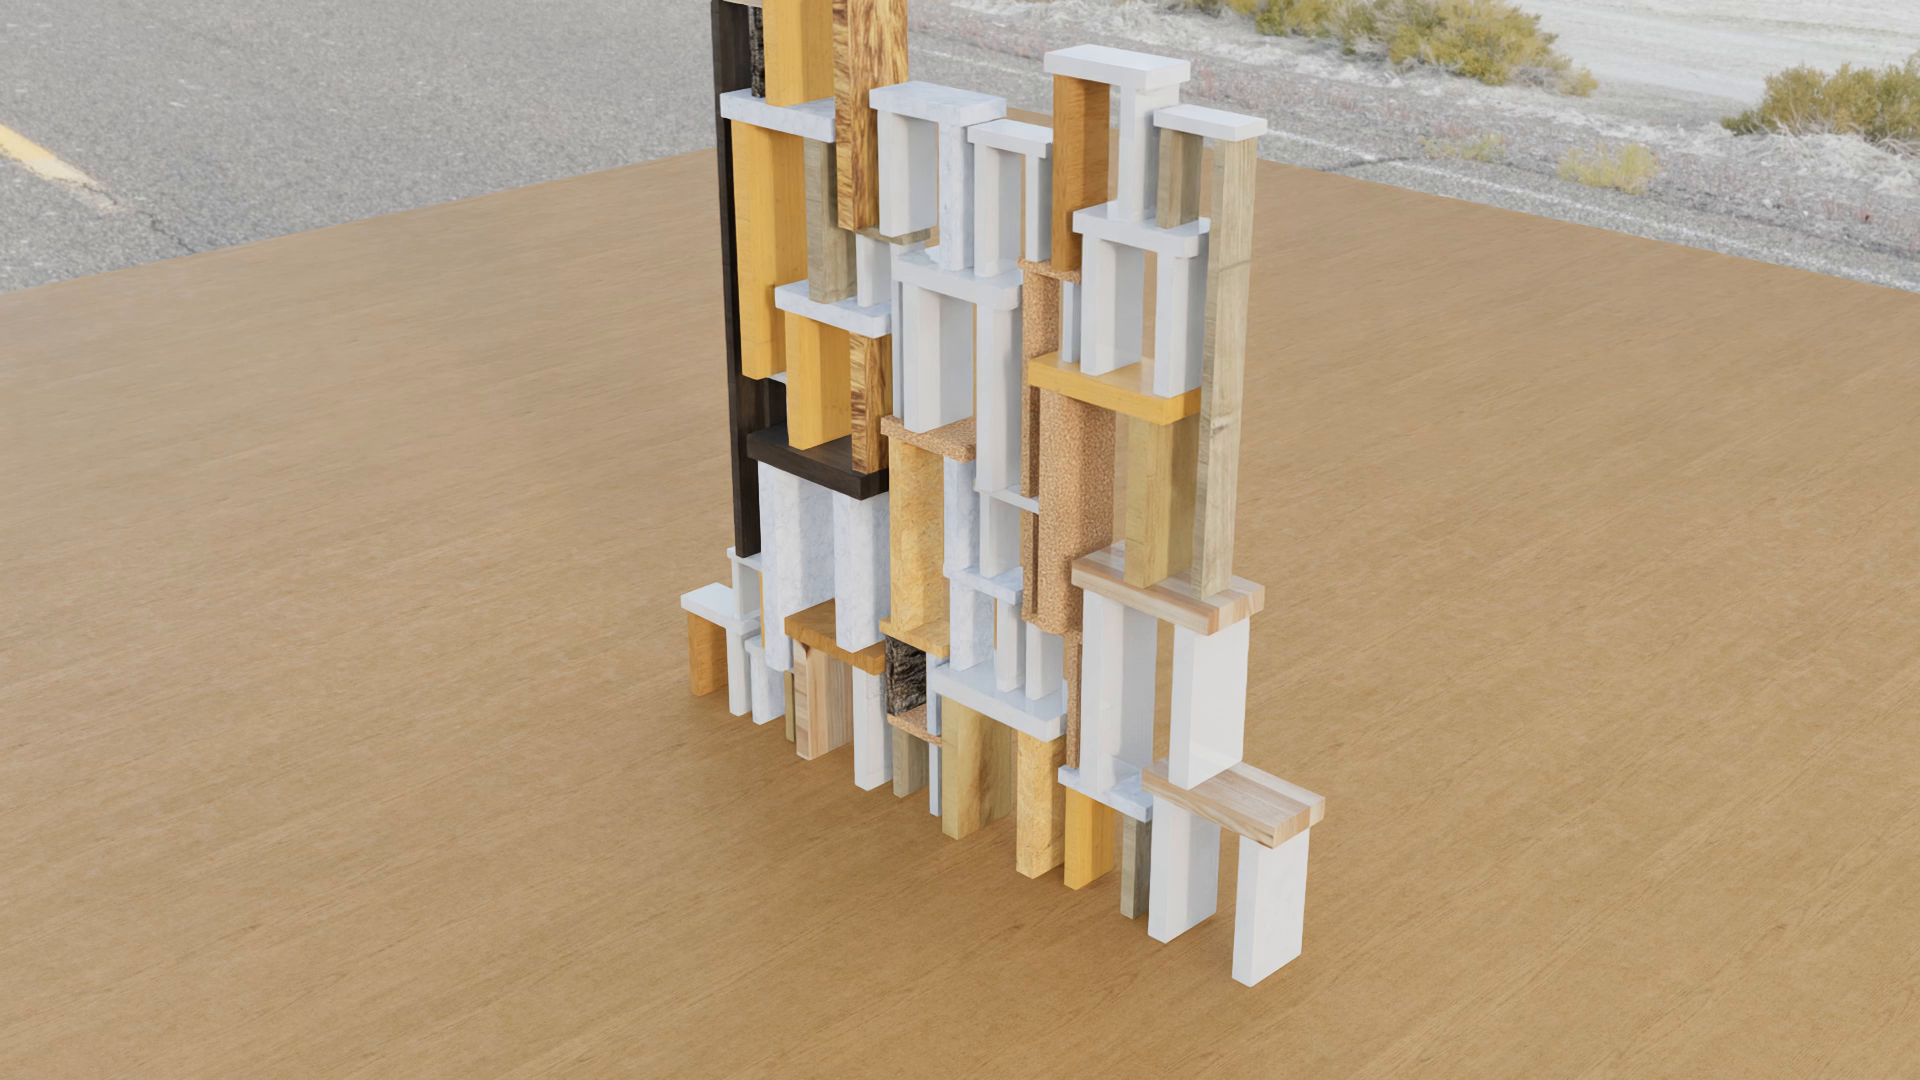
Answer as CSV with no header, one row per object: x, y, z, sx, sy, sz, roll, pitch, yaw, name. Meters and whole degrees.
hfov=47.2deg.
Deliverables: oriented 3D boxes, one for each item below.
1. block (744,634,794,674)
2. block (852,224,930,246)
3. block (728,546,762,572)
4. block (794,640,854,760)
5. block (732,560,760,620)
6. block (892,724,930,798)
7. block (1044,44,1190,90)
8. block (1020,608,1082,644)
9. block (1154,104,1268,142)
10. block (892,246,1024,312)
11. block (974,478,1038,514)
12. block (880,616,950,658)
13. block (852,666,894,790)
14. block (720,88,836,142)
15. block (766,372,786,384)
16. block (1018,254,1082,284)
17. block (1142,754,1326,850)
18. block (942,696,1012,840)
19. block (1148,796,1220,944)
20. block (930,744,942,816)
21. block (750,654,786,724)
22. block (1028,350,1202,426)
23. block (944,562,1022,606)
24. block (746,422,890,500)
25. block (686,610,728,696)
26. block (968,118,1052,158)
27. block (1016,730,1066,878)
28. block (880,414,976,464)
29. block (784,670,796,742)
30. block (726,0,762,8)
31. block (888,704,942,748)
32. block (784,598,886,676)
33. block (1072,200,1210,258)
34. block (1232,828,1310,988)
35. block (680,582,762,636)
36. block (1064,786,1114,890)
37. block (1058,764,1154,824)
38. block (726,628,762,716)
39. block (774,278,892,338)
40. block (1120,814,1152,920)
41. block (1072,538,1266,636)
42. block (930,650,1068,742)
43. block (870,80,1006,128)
-0.377,0.240,4.736,0.167,0.024,0.084,21,31,41,block
-0.130,-0.580,4.118,0.141,0.020,0.071,21,31,41,block
-0.427,0.037,4.698,0.138,0.020,0.069,21,31,41,block
-0.285,0.317,4.662,0.039,0.274,0.137,21,31,41,block
-0.459,0.097,4.759,0.020,0.138,0.069,21,31,41,block
-0.101,0.441,4.515,0.023,0.161,0.081,21,31,41,block
0.257,-0.778,3.614,0.221,0.031,0.111,21,31,41,block
0.197,0.148,4.080,0.079,0.022,0.158,-22,31,-40,block
0.399,-0.666,3.507,0.164,0.023,0.082,21,31,40,block
0.027,-0.480,3.997,0.286,0.041,0.143,21,31,41,block
0.115,-0.092,4.067,0.084,0.024,0.168,-21,31,-40,block
-0.067,0.184,4.371,0.089,0.025,0.177,-21,31,-41,block
-0.156,0.368,4.543,0.039,0.274,0.137,21,31,41,block
-0.295,-0.819,4.199,0.158,0.045,0.317,-22,31,-40,block
-0.352,-0.337,4.469,0.105,0.015,0.053,21,31,41,block
0.178,-0.476,3.822,0.145,0.021,0.072,21,31,40,block
0.482,0.449,3.895,0.294,0.042,0.147,21,31,41,block
0.034,0.427,4.363,0.043,0.307,0.153,21,31,41,block
0.413,0.577,4.025,0.042,0.294,0.147,21,31,41,block
-0.025,0.471,4.445,0.023,0.161,0.081,21,31,41,block
-0.416,0.312,4.810,0.024,0.167,0.084,21,31,41,block
0.282,-0.274,3.798,0.307,0.043,0.153,21,31,40,block
0.068,0.070,4.181,0.095,0.027,0.189,-21,31,-41,block
-0.253,-0.169,4.424,0.340,0.048,0.170,21,31,40,block
-0.559,0.239,4.936,0.029,0.204,0.102,21,31,41,block
0.111,-0.696,3.809,0.184,0.026,0.092,21,31,40,block
0.179,0.483,4.229,0.043,0.307,0.153,21,31,41,block
-0.032,-0.203,4.171,0.226,0.032,0.113,21,31,41,block
-0.337,0.343,4.737,0.024,0.167,0.084,21,31,41,block
-0.402,-1.045,4.204,0.086,0.024,0.172,-21,31,-40,block
-0.063,0.371,4.444,0.081,0.023,0.161,-21,31,-41,block
-0.220,0.198,4.542,0.274,0.039,0.137,21,31,41,block
0.319,-0.519,3.653,0.243,0.034,0.121,21,31,40,block
0.552,0.631,3.897,0.042,0.294,0.147,21,31,41,block
-0.511,0.150,4.846,0.204,0.029,0.102,21,31,41,block
0.248,0.549,4.192,0.030,0.214,0.107,21,31,41,block
0.298,0.456,4.098,0.214,0.030,0.107,21,31,41,block
-0.462,0.277,4.848,0.029,0.204,0.102,21,31,41,block
-0.213,-0.456,4.264,0.283,0.040,0.141,21,31,40,block
0.349,0.589,4.099,0.030,0.214,0.107,21,31,41,block
0.364,0.079,3.865,0.310,0.044,0.155,21,31,40,block
0.106,0.294,4.228,0.307,0.043,0.153,21,31,41,block
-0.041,-0.782,3.935,0.230,0.033,0.115,21,31,40,block
